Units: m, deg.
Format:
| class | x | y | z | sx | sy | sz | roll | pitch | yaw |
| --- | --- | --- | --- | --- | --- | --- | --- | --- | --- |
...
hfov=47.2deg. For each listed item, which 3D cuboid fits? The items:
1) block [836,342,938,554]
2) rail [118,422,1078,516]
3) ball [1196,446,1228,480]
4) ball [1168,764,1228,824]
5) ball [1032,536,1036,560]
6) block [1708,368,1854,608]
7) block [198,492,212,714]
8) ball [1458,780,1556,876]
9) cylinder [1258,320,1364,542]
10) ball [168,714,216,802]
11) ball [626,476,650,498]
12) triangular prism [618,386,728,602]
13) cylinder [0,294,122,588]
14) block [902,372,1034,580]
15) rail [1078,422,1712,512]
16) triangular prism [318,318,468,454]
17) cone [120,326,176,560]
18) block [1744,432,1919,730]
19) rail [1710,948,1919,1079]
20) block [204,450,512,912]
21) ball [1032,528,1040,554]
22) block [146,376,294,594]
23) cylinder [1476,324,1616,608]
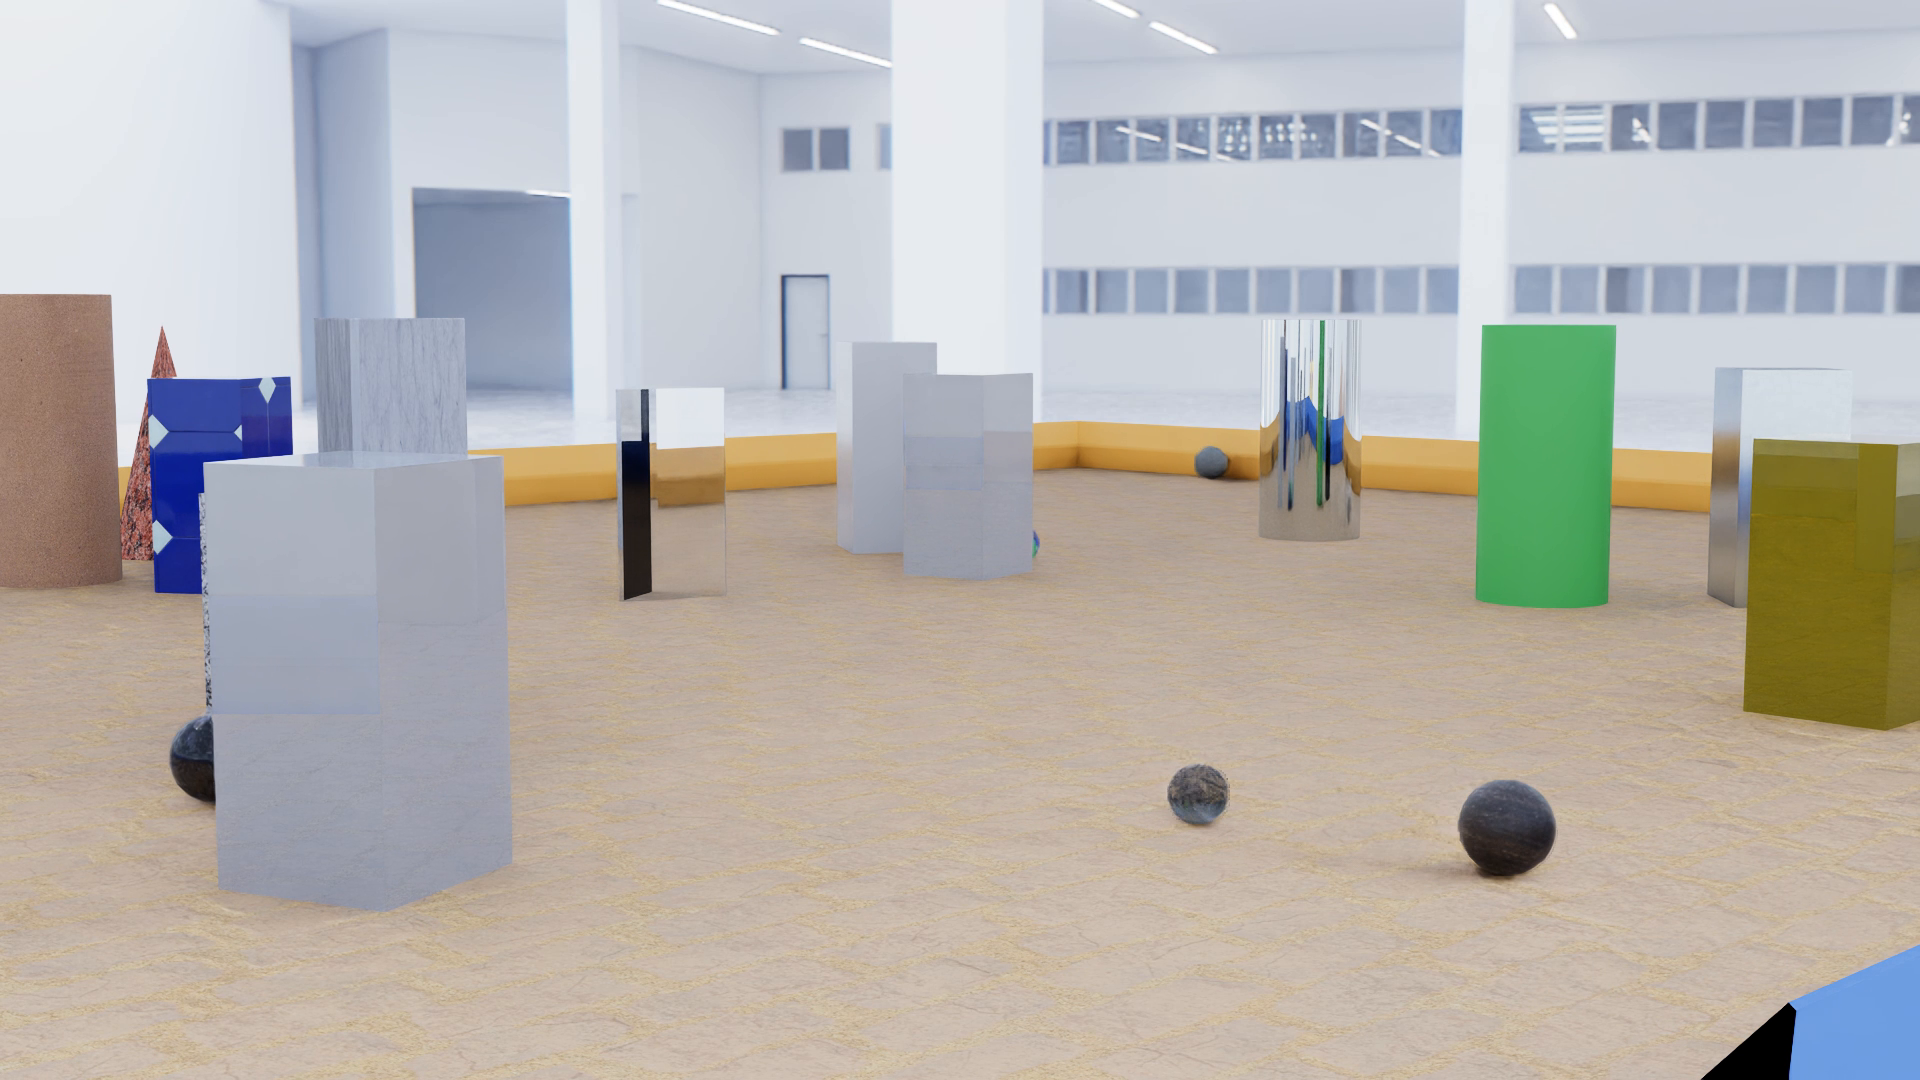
| class | x | y | z | sx | sy | sz | roll | pitch | yaw |
| --- | --- | --- | --- | --- | --- | --- | --- | --- | --- |
| block | -0.138 | -0.177 | 4.124 | 0.160 | 0.387 | 0.160 | -1 | 6 | -14 |
| rail | -1.324 | -0.115 | 4.759 | 4.565 | 0.130 | 0.045 | -5 | 8 | -42 |
| ball | 0.668 | -0.204 | 5.836 | 0.087 | 0.087 | 0.087 | 0 | 6 | 0 |
| ball | 0.207 | 0.221 | 1.913 | 0.053 | 0.053 | 0.053 | 0 | 6 | 0 |
| ball | 0.100 | 0.014 | 3.832 | 0.067 | 0.067 | 0.067 | 0 | 6 | 0 |
| block | 1.252 | -0.083 | 3.365 | 0.160 | 0.357 | 0.160 | 0 | 6 | 5 |
| block | -0.641 | 0.083 | 2.209 | 0.160 | 0.266 | 0.160 | 3 | 7 | 30 |
| ball | 0.433 | 0.227 | 1.743 | 0.075 | 0.075 | 0.075 | 0 | 6 | 0 |
| cylinder | 0.692 | -0.220 | 4.342 | 0.200 | 0.428 | 0.200 | 0 | 6 | 0 |
| ball | -0.677 | 0.198 | 2.000 | 0.081 | 0.081 | 0.081 | 0 | 6 | 0 |
| ball | -0.766 | -0.126 | 5.230 | 0.057 | 0.057 | 0.057 | 0 | 6 | 0 |
| triangular prism | -0.477 | -0.078 | 3.468 | 0.173 | 0.326 | 0.150 | -3 | 7 | -26 |
| cylinder | -1.494 | -0.167 | 3.618 | 0.200 | 0.472 | 0.200 | 0 | 6 | 0 |
| block | 0.014 | -0.113 | 3.738 | 0.160 | 0.340 | 0.160 | 4 | 7 | 33 |
| rail | 1.660 | -0.125 | 4.855 | 0.045 | 0.130 | 3.952 | -5 | 8 | -42 |
| triangular prism | -0.689 | -0.039 | 2.561 | 0.150 | 0.436 | 0.173 | 4 | 7 | 31 |
| cone | -1.450 | -0.184 | 4.018 | 0.200 | 0.423 | 0.200 | 0 | 6 | 0 |
| block | 0.987 | 0.040 | 2.437 | 0.160 | 0.305 | 0.160 | -6 | 8 | -44 |
| rail | 1.324 | 0.182 | 1.905 | 4.565 | 0.130 | 0.045 | -5 | 8 | -42 |
| block | -0.467 | 0.102 | 1.722 | 0.160 | 0.330 | 0.160 | 3 | 6 | 24 |
| ball | 0.107 | 0.006 | 3.899 | 0.069 | 0.069 | 0.069 | 0 | 6 | 0 |
| block | -1.182 | -0.091 | 3.531 | 0.160 | 0.339 | 0.160 | 1 | 6 | 11 |
| cylinder | 0.901 | -0.118 | 3.385 | 0.200 | 0.423 | 0.200 | 0 | 6 | 0 |
